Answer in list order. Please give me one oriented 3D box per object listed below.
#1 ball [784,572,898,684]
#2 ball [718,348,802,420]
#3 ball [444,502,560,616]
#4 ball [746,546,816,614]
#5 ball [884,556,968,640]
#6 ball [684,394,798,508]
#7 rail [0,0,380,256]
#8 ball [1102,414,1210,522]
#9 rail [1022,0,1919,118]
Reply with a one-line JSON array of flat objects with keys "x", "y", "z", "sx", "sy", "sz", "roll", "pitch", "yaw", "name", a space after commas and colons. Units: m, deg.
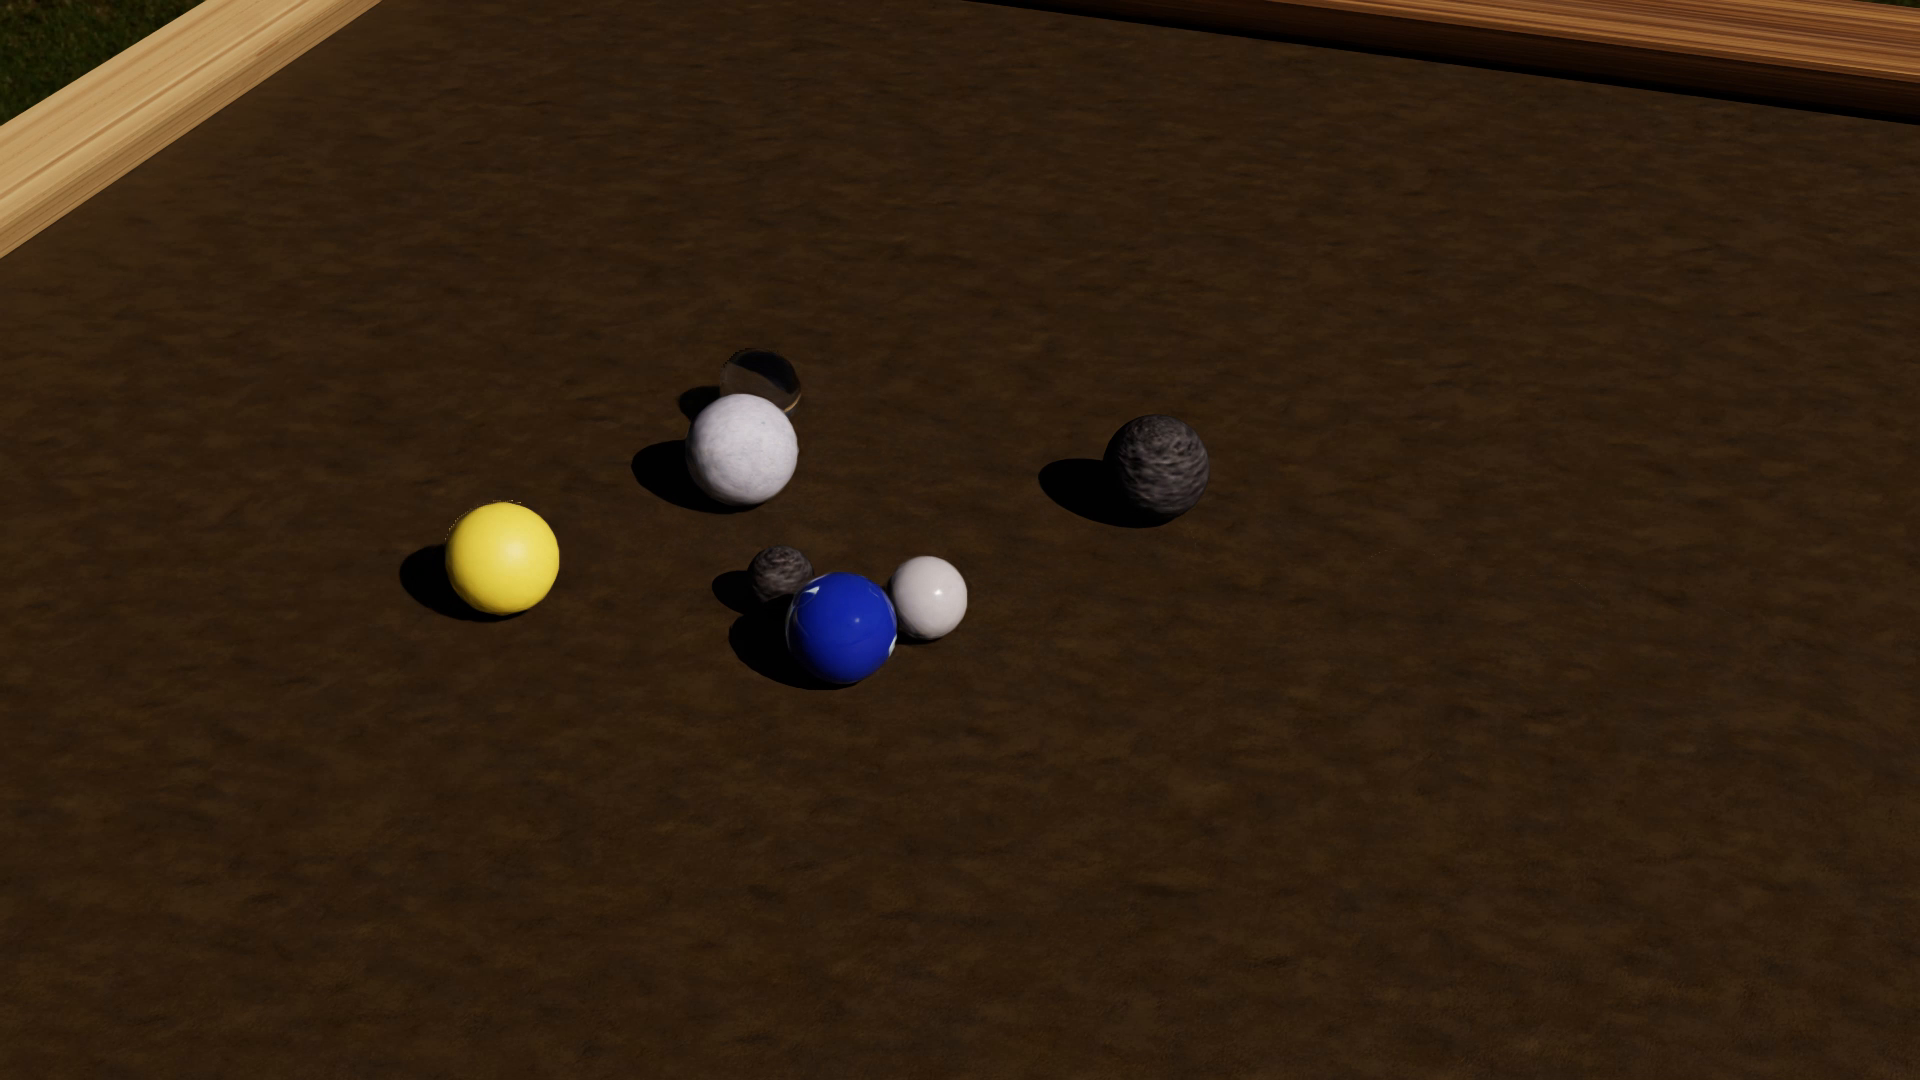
[{"x": -0.090, "y": 0.066, "z": 1.933, "sx": 0.085, "sy": 0.085, "sz": 0.085, "roll": 0, "pitch": 33, "yaw": 0, "name": "ball"}, {"x": -0.176, "y": -0.131, "z": 2.249, "sx": 0.072, "sy": 0.072, "sz": 0.072, "roll": 0, "pitch": 33, "yaw": 0, "name": "ball"}, {"x": -0.358, "y": 0.015, "z": 2.009, "sx": 0.089, "sy": 0.089, "sz": 0.089, "roll": 0, "pitch": 33, "yaw": 0, "name": "ball"}, {"x": -0.141, "y": 0.031, "z": 2.015, "sx": 0.055, "sy": 0.055, "sz": 0.055, "roll": 0, "pitch": 33, "yaw": 0, "name": "ball"}, {"x": -0.027, "y": 0.045, "z": 1.984, "sx": 0.065, "sy": 0.065, "sz": 0.065, "roll": 0, "pitch": 33, "yaw": 0, "name": "ball"}, {"x": -0.182, "y": -0.075, "z": 2.142, "sx": 0.095, "sy": 0.095, "sz": 0.095, "roll": 0, "pitch": 33, "yaw": 0, "name": "ball"}, {"x": -1.004, "y": -0.215, "z": 2.329, "sx": 0.045, "sy": 0.123, "sz": 2.431, "roll": 11, "pitch": 35, "yaw": 16, "name": "rail"}, {"x": 0.162, "y": -0.059, "z": 2.123, "sx": 0.089, "sy": 0.089, "sz": 0.089, "roll": 0, "pitch": 33, "yaw": 0, "name": "ball"}, {"x": 1.426, "y": -0.433, "z": 2.665, "sx": 4.359, "sy": 0.123, "sz": 0.045, "roll": 11, "pitch": 35, "yaw": 16, "name": "rail"}]
